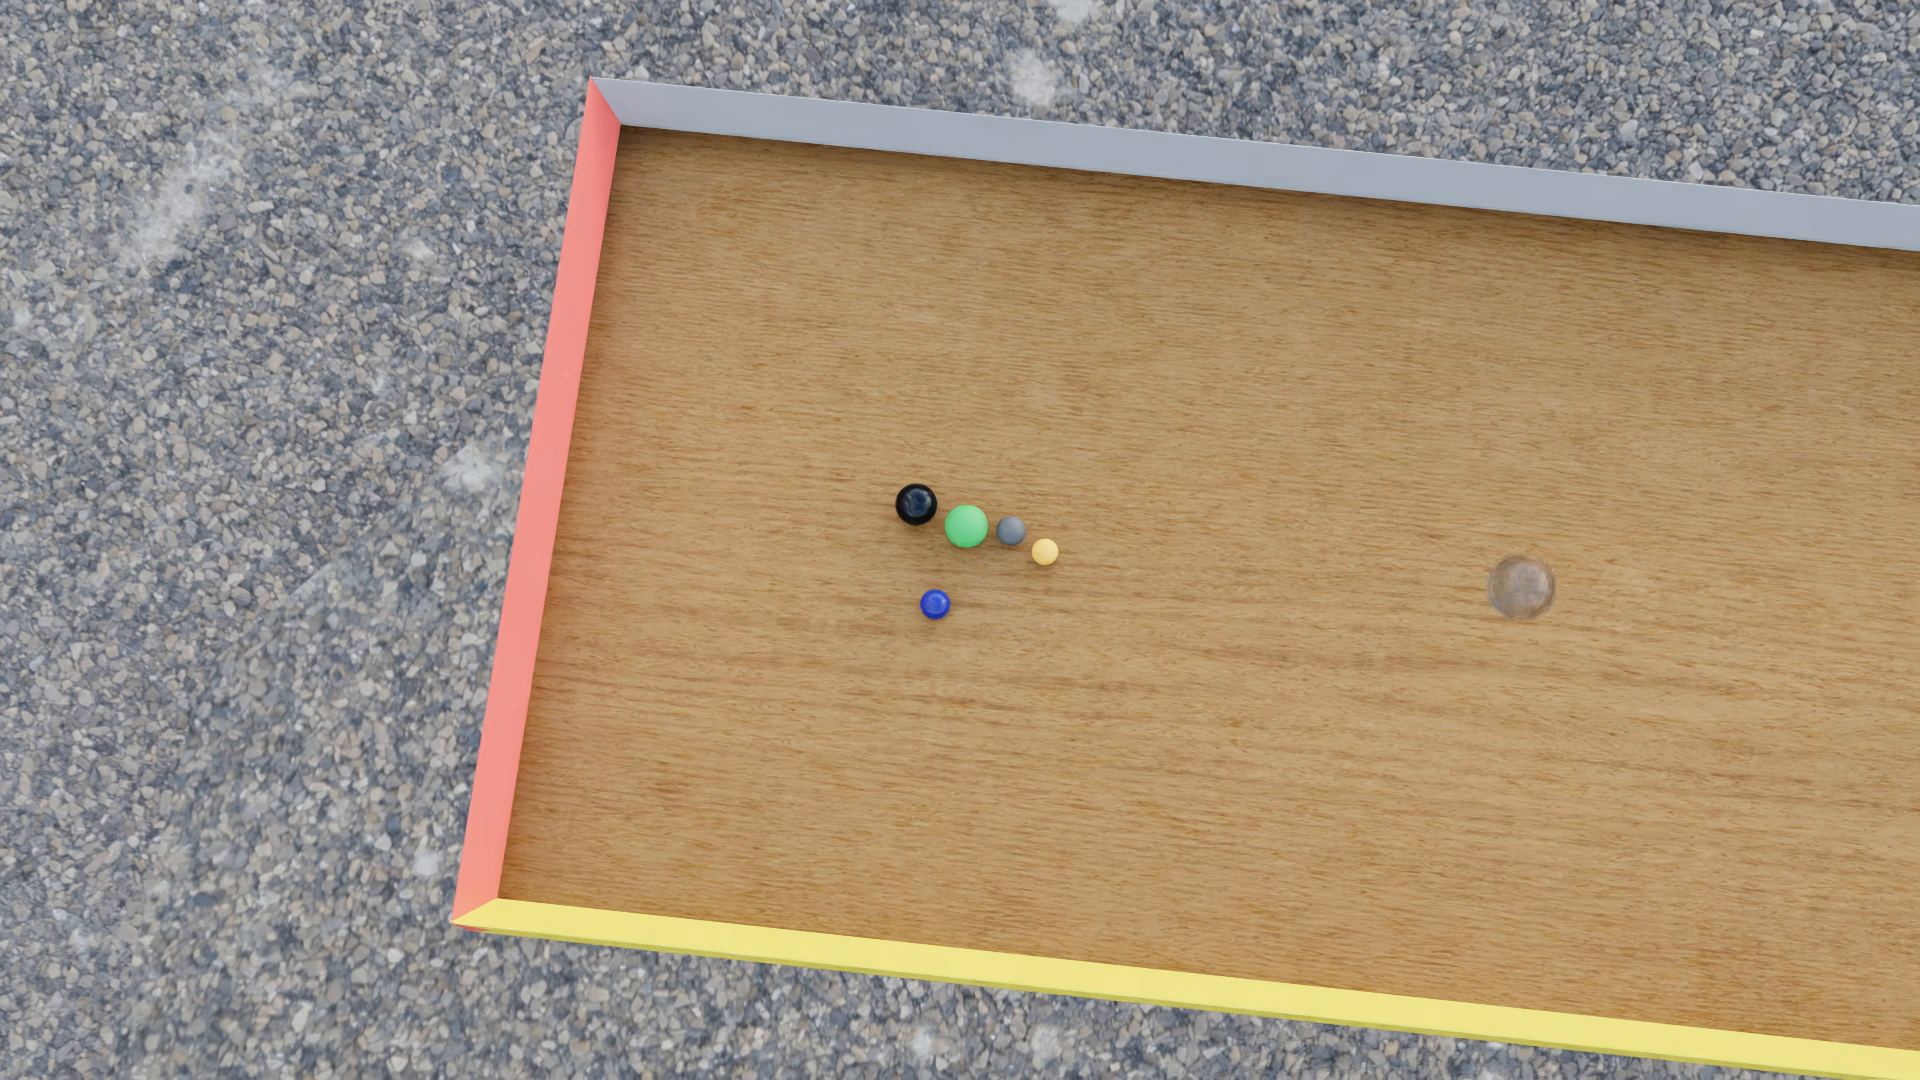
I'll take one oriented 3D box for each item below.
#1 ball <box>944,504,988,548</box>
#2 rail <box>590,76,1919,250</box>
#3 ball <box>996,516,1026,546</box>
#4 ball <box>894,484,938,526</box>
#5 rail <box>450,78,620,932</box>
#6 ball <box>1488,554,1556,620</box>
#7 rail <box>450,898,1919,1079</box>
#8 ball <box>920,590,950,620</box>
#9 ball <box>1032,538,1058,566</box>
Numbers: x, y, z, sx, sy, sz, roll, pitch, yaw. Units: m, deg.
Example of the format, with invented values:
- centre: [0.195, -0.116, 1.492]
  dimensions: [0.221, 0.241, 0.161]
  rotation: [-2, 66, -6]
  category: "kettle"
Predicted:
- centre: [0.010, -0.021, 3.356]
  dimensions: [0.067, 0.067, 0.067]
  rotation: [0, 75, 0]
  category: "ball"
- centre: [0.718, -0.555, 3.468]
  dimensions: [2.617, 0.128, 0.045]
  rotation: [6, 75, 2]
  category: "rail"
- centre: [0.078, -0.014, 3.365]
  dimensions: [0.046, 0.046, 0.046]
  rotation: [0, 75, 0]
  category: "ball"
- centre: [-0.067, -0.054, 3.366]
  dimensions: [0.065, 0.065, 0.065]
  rotation: [0, 75, 0]
  category: "ball"
- centre: [-0.627, -0.074, 3.338]
  dimensions: [0.045, 0.128, 1.322]
  rotation: [6, 75, 2]
  category: "rail"
- centre: [0.847, 0.071, 3.315]
  dimensions: [0.099, 0.099, 0.099]
  rotation: [0, 75, 0]
  category: "ball"
- centre: [0.583, 0.668, 3.138]
  dimensions: [2.617, 0.128, 0.045]
  rotation: [6, 75, 2]
  category: "rail"
- centre: [-0.038, 0.098, 3.335]
  dimensions: [0.046, 0.046, 0.046]
  rotation: [0, 75, 0]
  category: "ball"
- centre: [0.130, 0.018, 3.359]
  dimensions: [0.041, 0.041, 0.041]
  rotation: [0, 75, 0]
  category: "ball"
